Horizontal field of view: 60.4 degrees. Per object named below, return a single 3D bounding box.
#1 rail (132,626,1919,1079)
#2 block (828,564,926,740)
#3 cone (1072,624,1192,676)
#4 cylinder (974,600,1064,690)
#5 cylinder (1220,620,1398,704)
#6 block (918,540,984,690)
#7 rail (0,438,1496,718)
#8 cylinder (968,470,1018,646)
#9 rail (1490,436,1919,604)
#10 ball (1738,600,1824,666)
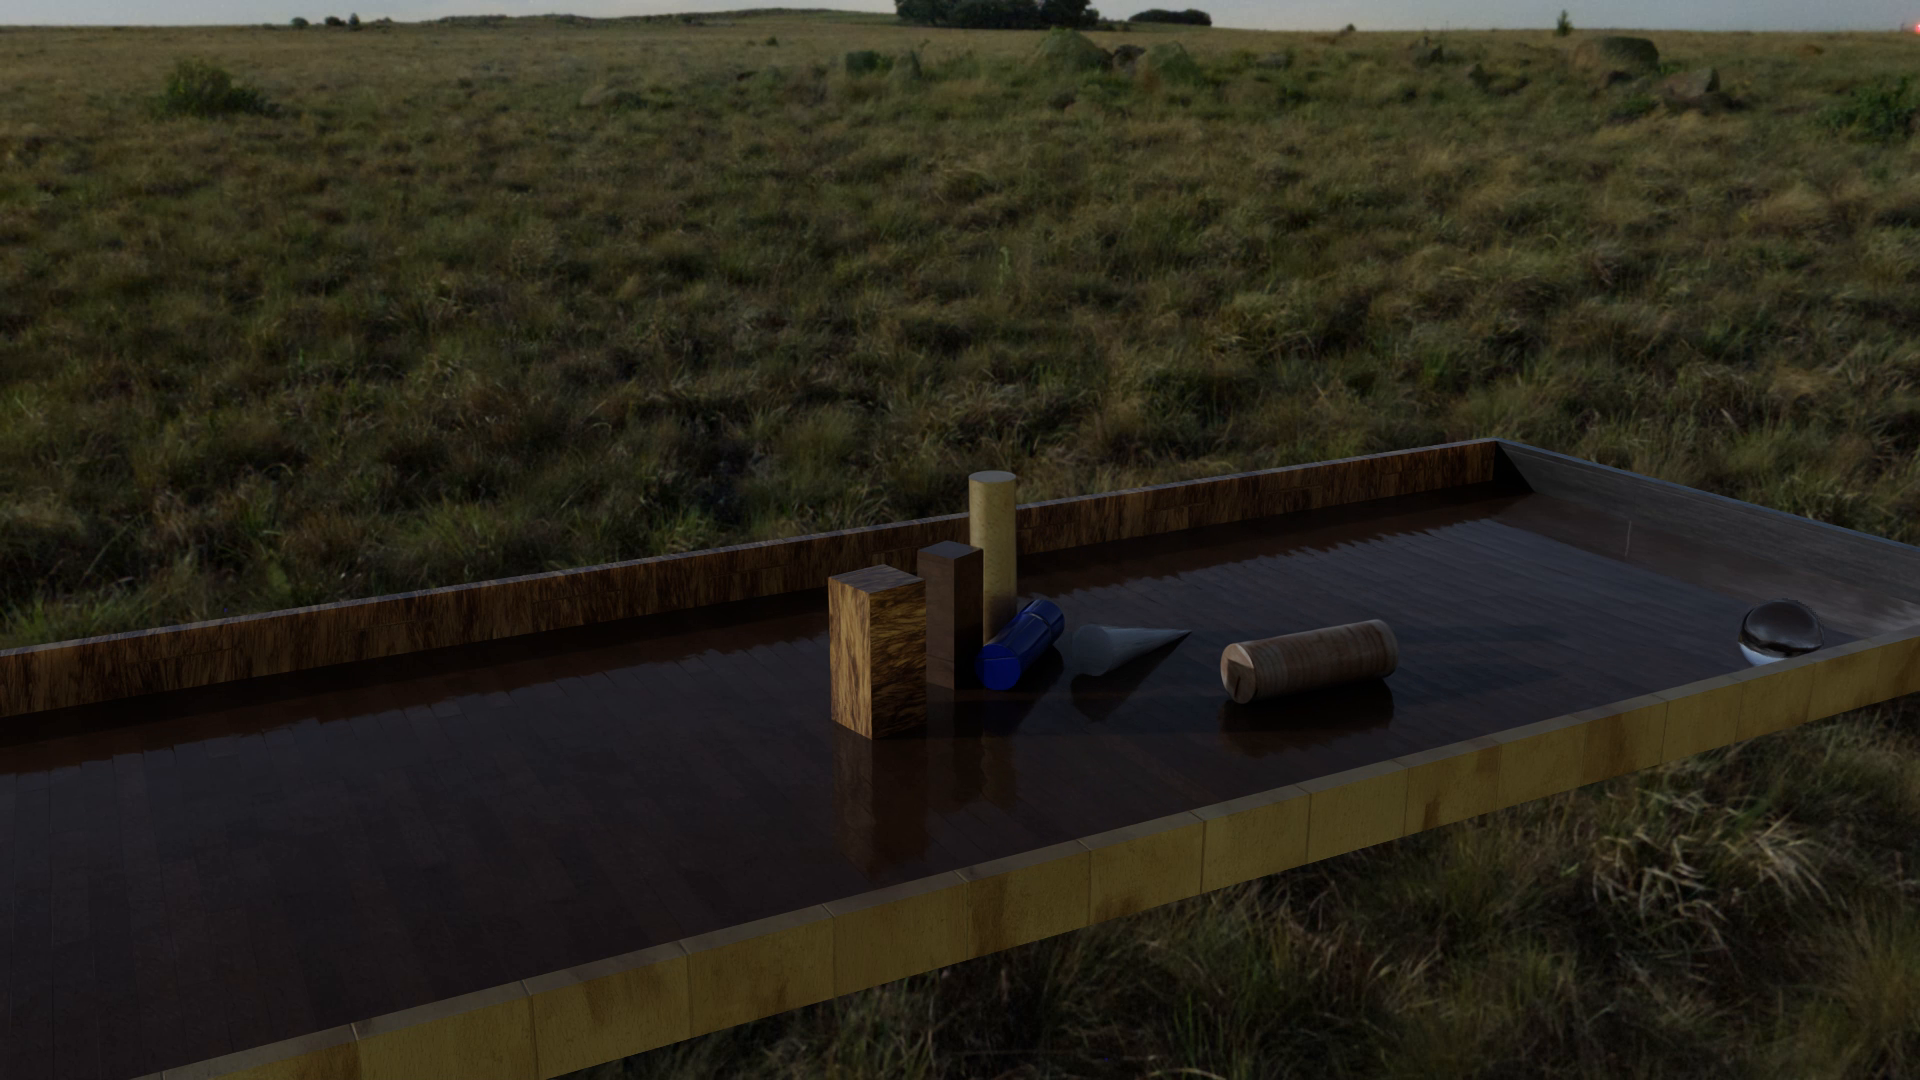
[{"bbox_3d":[-2.336,1.006,1.665,12.000,0.150,0.050,-9,18,-27],"label":"rail"},{"bbox_3d":[-0.192,0.258,3.849,0.160,0.354,0.160,-13,21,-38],"label":"block"},{"bbox_3d":[0.487,0.263,4.343,0.133,0.133,0.459,14,13,40],"label":"cone"},{"bbox_3d":[0.157,0.266,4.235,0.121,0.121,0.373,6,17,20],"label":"cylinder"},{"bbox_3d":[0.866,0.298,4.078,0.427,0.148,0.148,-7,18,-24],"label":"cylinder"},{"bbox_3d":[-0.024,0.186,4.122,0.117,0.338,0.117,13,21,37],"label":"block"},{"bbox_3d":[-3.305,0.497,3.399,12.000,0.150,0.050,-9,18,-27],"label":"rail"},{"bbox_3d":[0.088,0.054,4.352,0.124,0.459,0.124,-1,17,0],"label":"cylinder"},{"bbox_3d":[2.466,-0.048,5.253,0.050,0.150,2.100,-9,18,-27],"label":"rail"},{"bbox_3d":[2.074,0.248,4.168,0.193,0.193,0.193,0,16,0],"label":"ball"}]
